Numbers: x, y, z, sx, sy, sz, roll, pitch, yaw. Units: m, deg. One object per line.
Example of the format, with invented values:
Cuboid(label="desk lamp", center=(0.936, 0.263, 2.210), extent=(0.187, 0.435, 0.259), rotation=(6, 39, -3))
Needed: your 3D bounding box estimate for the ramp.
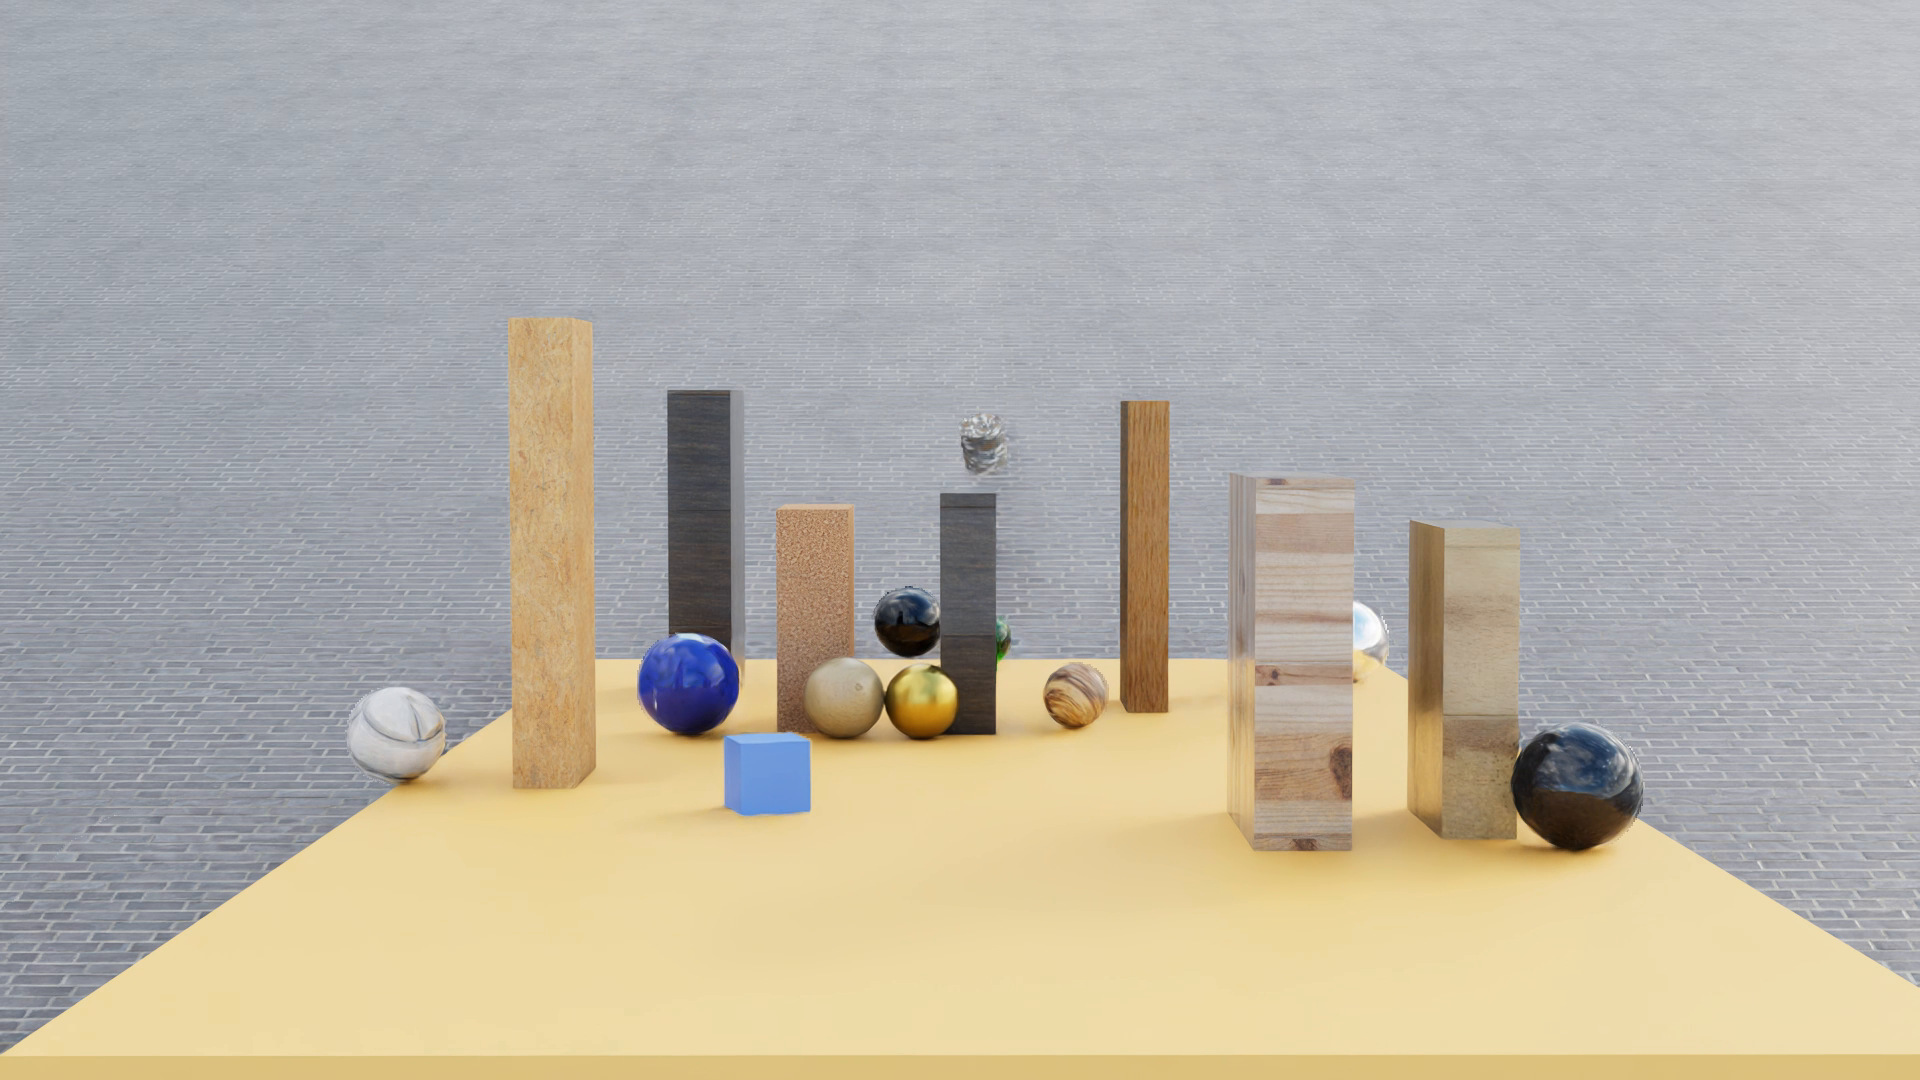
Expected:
Cuboid(label="ramp", center=(0.050, 0.455, 4.532), extent=(2.000, 0.100, 4.000), rotation=(0, 3, 0))

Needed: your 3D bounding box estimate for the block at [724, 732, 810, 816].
Cuboid(label="block", center=(-0.308, 0.371, 4.093), extent=(0.112, 0.112, 0.112), rotation=(-1, 3, -19))

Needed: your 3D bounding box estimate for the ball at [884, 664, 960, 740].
Cuboid(label="ball", center=(-0.072, 0.310, 4.949), extent=(0.146, 0.146, 0.146), rotation=(0, 22, 0))

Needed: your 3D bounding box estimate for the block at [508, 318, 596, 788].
Cuboid(label="block", center=(-0.697, 0.017, 4.411), extent=(0.105, 0.787, 0.246), rotation=(0, 3, 0))

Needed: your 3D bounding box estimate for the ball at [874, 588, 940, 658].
Cuboid(label="ball", center=(-0.130, 0.213, 6.612), extent=(0.178, 0.178, 0.178), rotation=(0, 22, 0))

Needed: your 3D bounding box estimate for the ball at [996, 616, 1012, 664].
Cuboid(label="ball", center=(0.063, 0.247, 6.346), extent=(0.130, 0.130, 0.130), rotation=(0, 22, 0))

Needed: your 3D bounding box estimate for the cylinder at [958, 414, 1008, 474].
Cuboid(label="cylinder", center=(0.074, -0.295, 7.945), extent=(0.137, 0.137, 0.137), rotation=(-8, 32, 5))

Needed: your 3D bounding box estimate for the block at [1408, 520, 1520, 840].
Cuboid(label="block", center=(0.767, 0.205, 3.931), extent=(0.111, 0.460, 0.293), rotation=(0, 3, 0))

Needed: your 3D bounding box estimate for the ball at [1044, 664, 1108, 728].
Cuboid(label="ball", center=(0.230, 0.310, 5.121), extent=(0.128, 0.128, 0.128), rotation=(0, 22, 0))

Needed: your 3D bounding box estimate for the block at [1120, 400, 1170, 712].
Cuboid(label="block", center=(0.392, 0.030, 5.483), extent=(0.086, 0.651, 0.248), rotation=(0, 3, 0))

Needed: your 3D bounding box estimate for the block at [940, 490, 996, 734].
Cuboid(label="block", center=(0.016, 0.138, 5.133), extent=(0.109, 0.471, 0.255), rotation=(0, 3, 0))

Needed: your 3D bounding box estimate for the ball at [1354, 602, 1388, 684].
Cuboid(label="ball", center=(0.887, 0.235, 5.929), extent=(0.195, 0.195, 0.195), rotation=(0, 22, 0))

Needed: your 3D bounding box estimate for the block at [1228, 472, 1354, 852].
Cuboid(label="block", center=(0.493, 0.170, 3.866), extent=(0.141, 0.536, 0.366), rotation=(0, 3, 0))

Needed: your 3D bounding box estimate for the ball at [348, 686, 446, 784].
Cuboid(label="ball", center=(-0.959, 0.332, 4.379), extent=(0.164, 0.164, 0.164), rotation=(0, 22, 0))

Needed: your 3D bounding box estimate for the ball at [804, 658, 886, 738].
Cuboid(label="ball", center=(-0.223, 0.304, 4.960), extent=(0.157, 0.157, 0.157), rotation=(0, 22, 0))

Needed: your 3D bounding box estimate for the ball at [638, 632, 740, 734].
Cuboid(label="ball", center=(-0.529, 0.280, 5.019), extent=(0.199, 0.199, 0.199), rotation=(0, 22, 0))

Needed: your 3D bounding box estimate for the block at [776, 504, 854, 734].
Cuboid(label="block", center=(-0.289, 0.152, 5.172), extent=(0.141, 0.439, 0.281), rotation=(0, 3, 0))

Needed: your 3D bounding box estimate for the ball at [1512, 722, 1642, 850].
Cuboid(label="ball", center=(0.890, 0.355, 3.714), extent=(0.184, 0.184, 0.184), rotation=(0, 22, 0))

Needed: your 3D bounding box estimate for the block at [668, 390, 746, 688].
Cuboid(label="block", center=(-0.565, 0.004, 5.760), extent=(0.136, 0.676, 0.365), rotation=(0, 3, 0))
